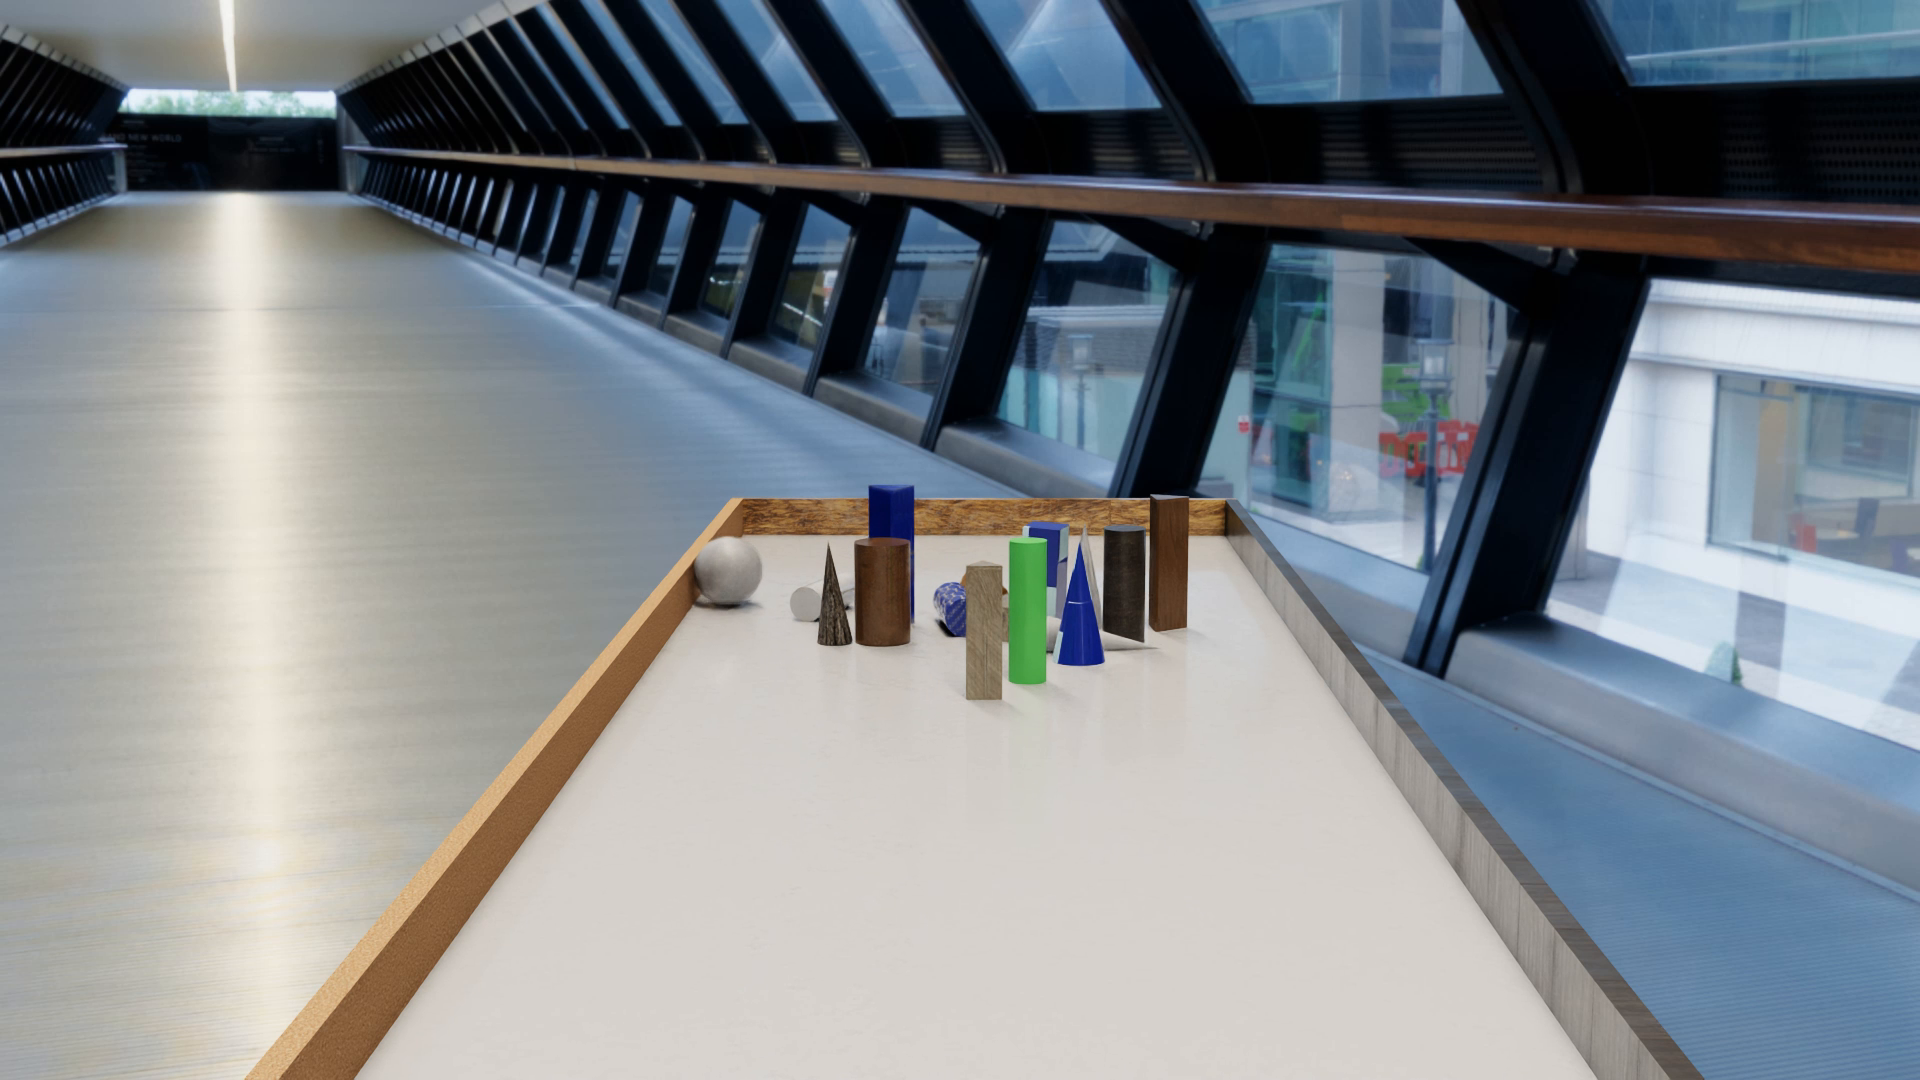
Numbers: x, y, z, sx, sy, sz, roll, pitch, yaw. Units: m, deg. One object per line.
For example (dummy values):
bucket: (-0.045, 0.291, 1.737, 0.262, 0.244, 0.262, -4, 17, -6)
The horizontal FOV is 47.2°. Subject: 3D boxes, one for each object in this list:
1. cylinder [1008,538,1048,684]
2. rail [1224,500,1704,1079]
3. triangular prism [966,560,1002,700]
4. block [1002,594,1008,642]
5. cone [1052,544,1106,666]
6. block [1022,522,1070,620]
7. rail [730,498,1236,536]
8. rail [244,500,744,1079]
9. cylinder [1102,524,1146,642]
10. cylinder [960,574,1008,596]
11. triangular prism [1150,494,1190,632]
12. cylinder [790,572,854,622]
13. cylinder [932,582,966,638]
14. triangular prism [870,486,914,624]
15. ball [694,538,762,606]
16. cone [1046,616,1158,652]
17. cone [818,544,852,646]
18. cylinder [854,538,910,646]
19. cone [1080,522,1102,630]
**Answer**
cylinder: (0.197, 0.205, 6.389, 0.110, 0.414, 0.110, 0, 9, 0)
rail: (1.046, 0.843, 3.208, 0.050, 0.150, 12.000, 0, 9, 1)
triangular prism: (0.066, 0.253, 6.192, 0.100, 0.381, 0.086, 0, 9, -2)
block: (0.204, 0.235, 7.169, 0.112, 0.112, 0.436, 4, 10, 26)
cone: (0.361, 0.185, 6.668, 0.164, 0.368, 0.164, 0, 9, 0)
block: (0.266, 0.135, 6.958, 0.118, 0.368, 0.118, 5, 11, 18)
rail: (0.099, -0.098, 9.147, 2.100, 0.150, 0.050, 0, 9, 1)
rail: (-1.004, 0.839, 3.234, 0.050, 0.150, 12.000, 0, 9, 1)
cylinder: (0.516, 0.145, 6.910, 0.133, 0.370, 0.133, 0, 9, 0)
cylinder: (0.086, 0.182, 7.459, 0.126, 0.126, 0.316, -1, 9, -8)
triangular prism: (0.657, 0.071, 7.181, 0.132, 0.432, 0.115, -6, 11, -35)
cylinder: (-0.456, 0.191, 7.431, 0.117, 0.117, 0.309, 3, 10, 20)
cylinder: (-0.006, 0.226, 7.184, 0.126, 0.126, 0.305, -1, 9, -8)
triangular prism: (-0.205, 0.051, 7.224, 0.126, 0.458, 0.146, -5, 10, -32)
ball: (-0.800, 0.108, 7.577, 0.236, 0.236, 0.236, 0, 9, 0)
cone: (0.419, 0.310, 6.843, 0.441, 0.131, 0.131, 8, 8, -6)
cone: (-0.405, 0.160, 6.927, 0.113, 0.328, 0.113, -3, 12, 1)
cylinder: (-0.245, 0.163, 6.957, 0.177, 0.319, 0.177, 0, 9, 0)
cone: (0.407, 0.110, 7.195, 0.141, 0.351, 0.141, 0, 9, 0)
